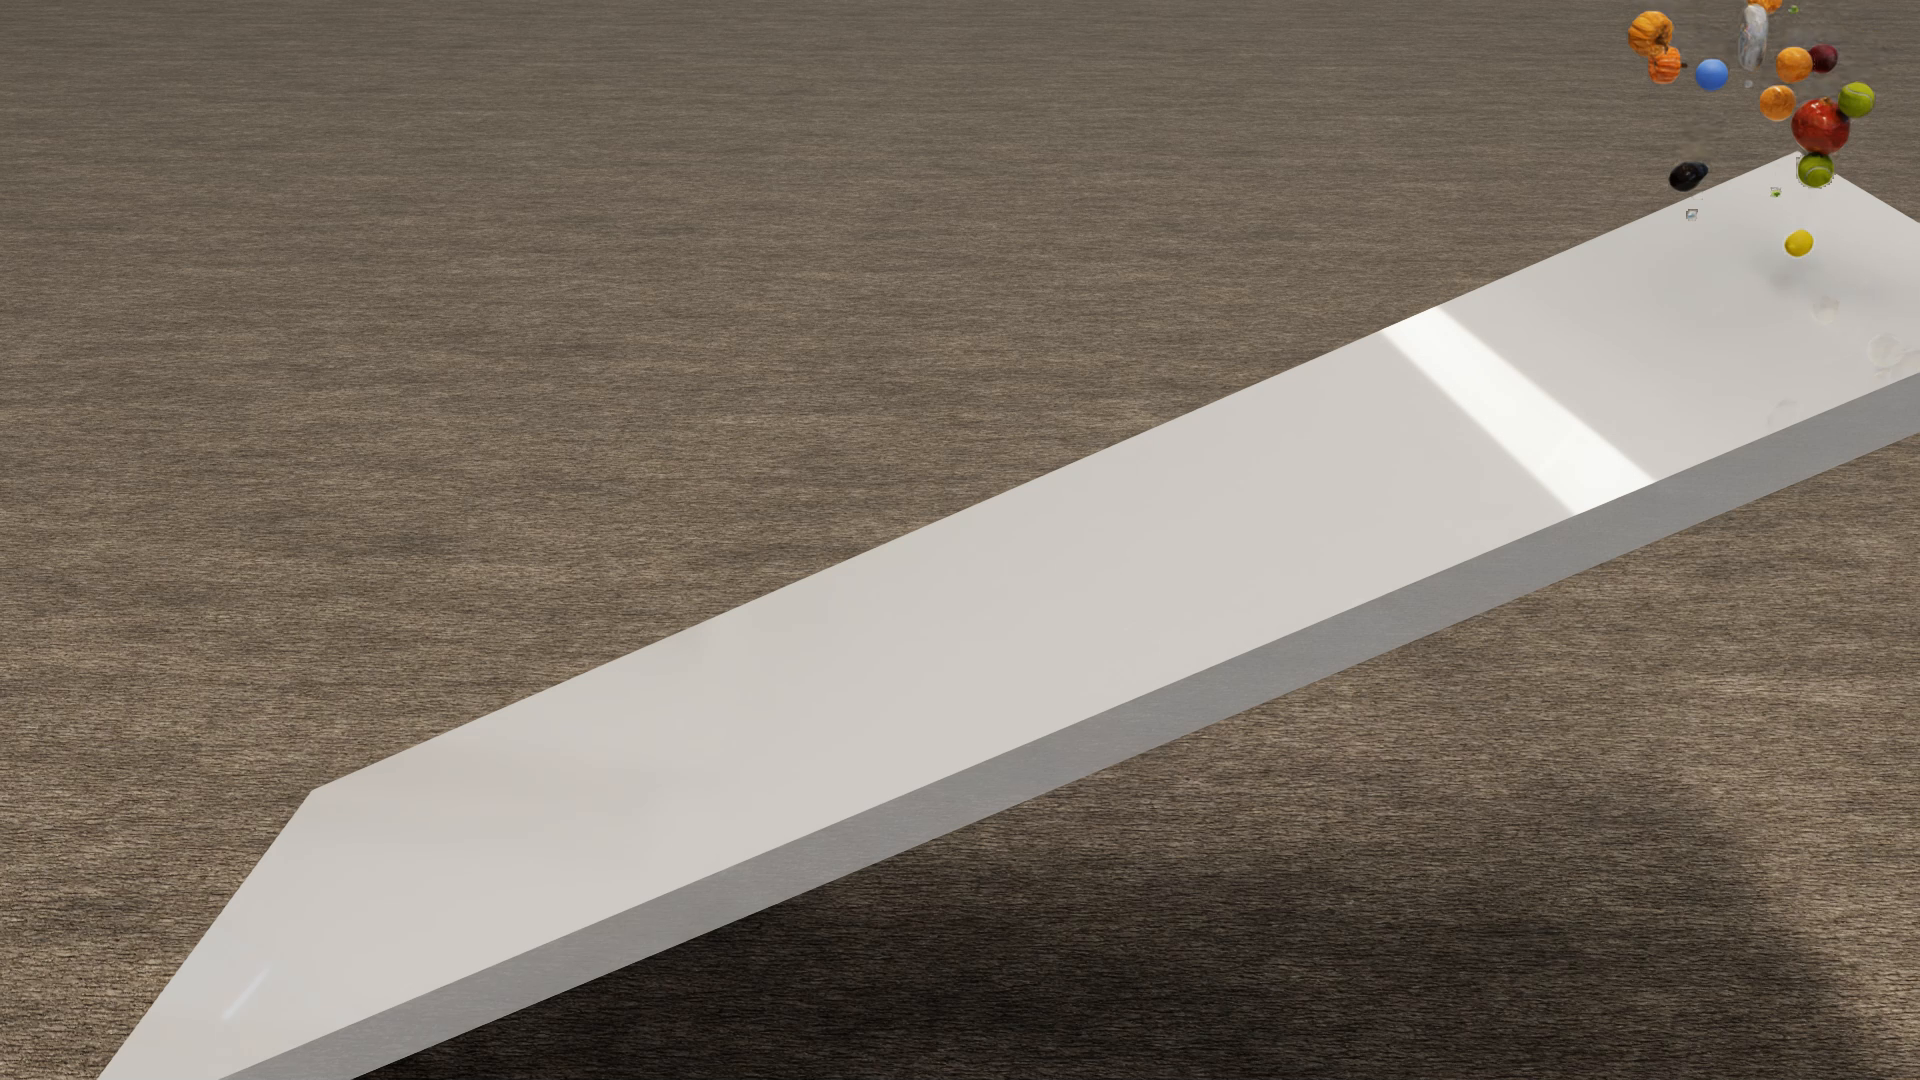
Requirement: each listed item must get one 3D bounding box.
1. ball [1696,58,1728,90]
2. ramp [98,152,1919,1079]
[{"bbox_3d":[1.455,-0.900,5.691,0.062,0.062,0.062,0,15,0],"label":"ball"},{"bbox_3d":[0.133,0.170,6.283,4.000,0.100,2.000,-23,13,9],"label":"ramp"}]
